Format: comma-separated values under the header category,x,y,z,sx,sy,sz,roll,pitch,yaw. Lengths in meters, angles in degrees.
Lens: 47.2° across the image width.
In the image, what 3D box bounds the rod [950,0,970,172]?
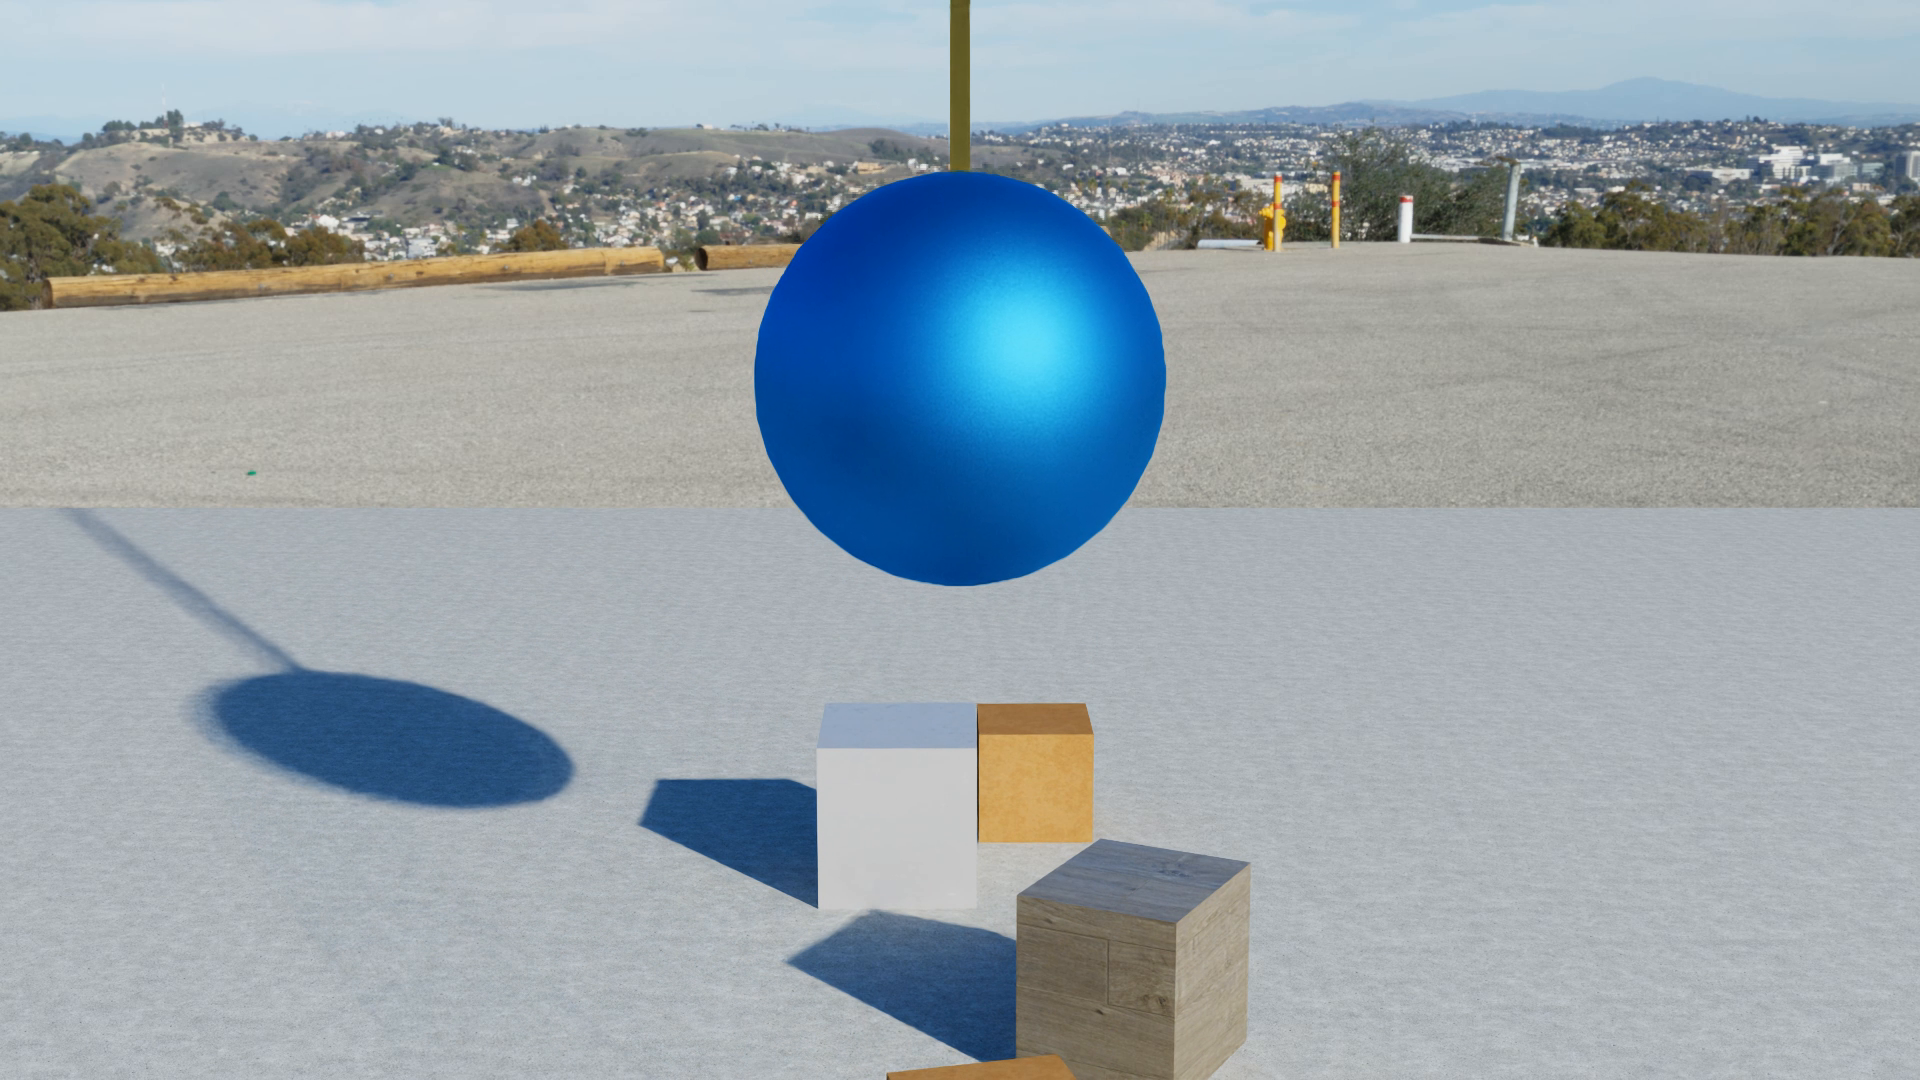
category,x,y,z,sx,sy,sz,roll,pitch,yaw
rod,0.000,-3.917,9.370,0.080,5.200,0.080,0,-14,0

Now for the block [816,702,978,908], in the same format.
category,x,y,z,sx,sy,sz,roll,pitch,yaw
block,-0.292,1.255,10.518,0.734,0.767,0.831,0,10,0

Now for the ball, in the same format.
category,x,y,z,sx,sy,sz,roll,pitch,yaw
ball,0.000,-0.621,8.532,1.600,1.600,1.600,0,10,0

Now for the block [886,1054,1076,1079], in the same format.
category,x,y,z,sx,sy,sz,roll,pitch,yaw
block,0.111,2.021,7.054,0.585,0.500,0.534,-3,11,-15

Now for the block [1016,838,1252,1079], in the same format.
category,x,y,z,sx,sy,sz,roll,pitch,yaw
block,0.672,1.650,8.442,0.641,0.734,0.761,5,12,27

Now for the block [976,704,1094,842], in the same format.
category,x,y,z,sx,sy,sz,roll,pitch,yaw
block,0.381,1.199,11.394,0.577,0.564,0.625,0,10,-1
